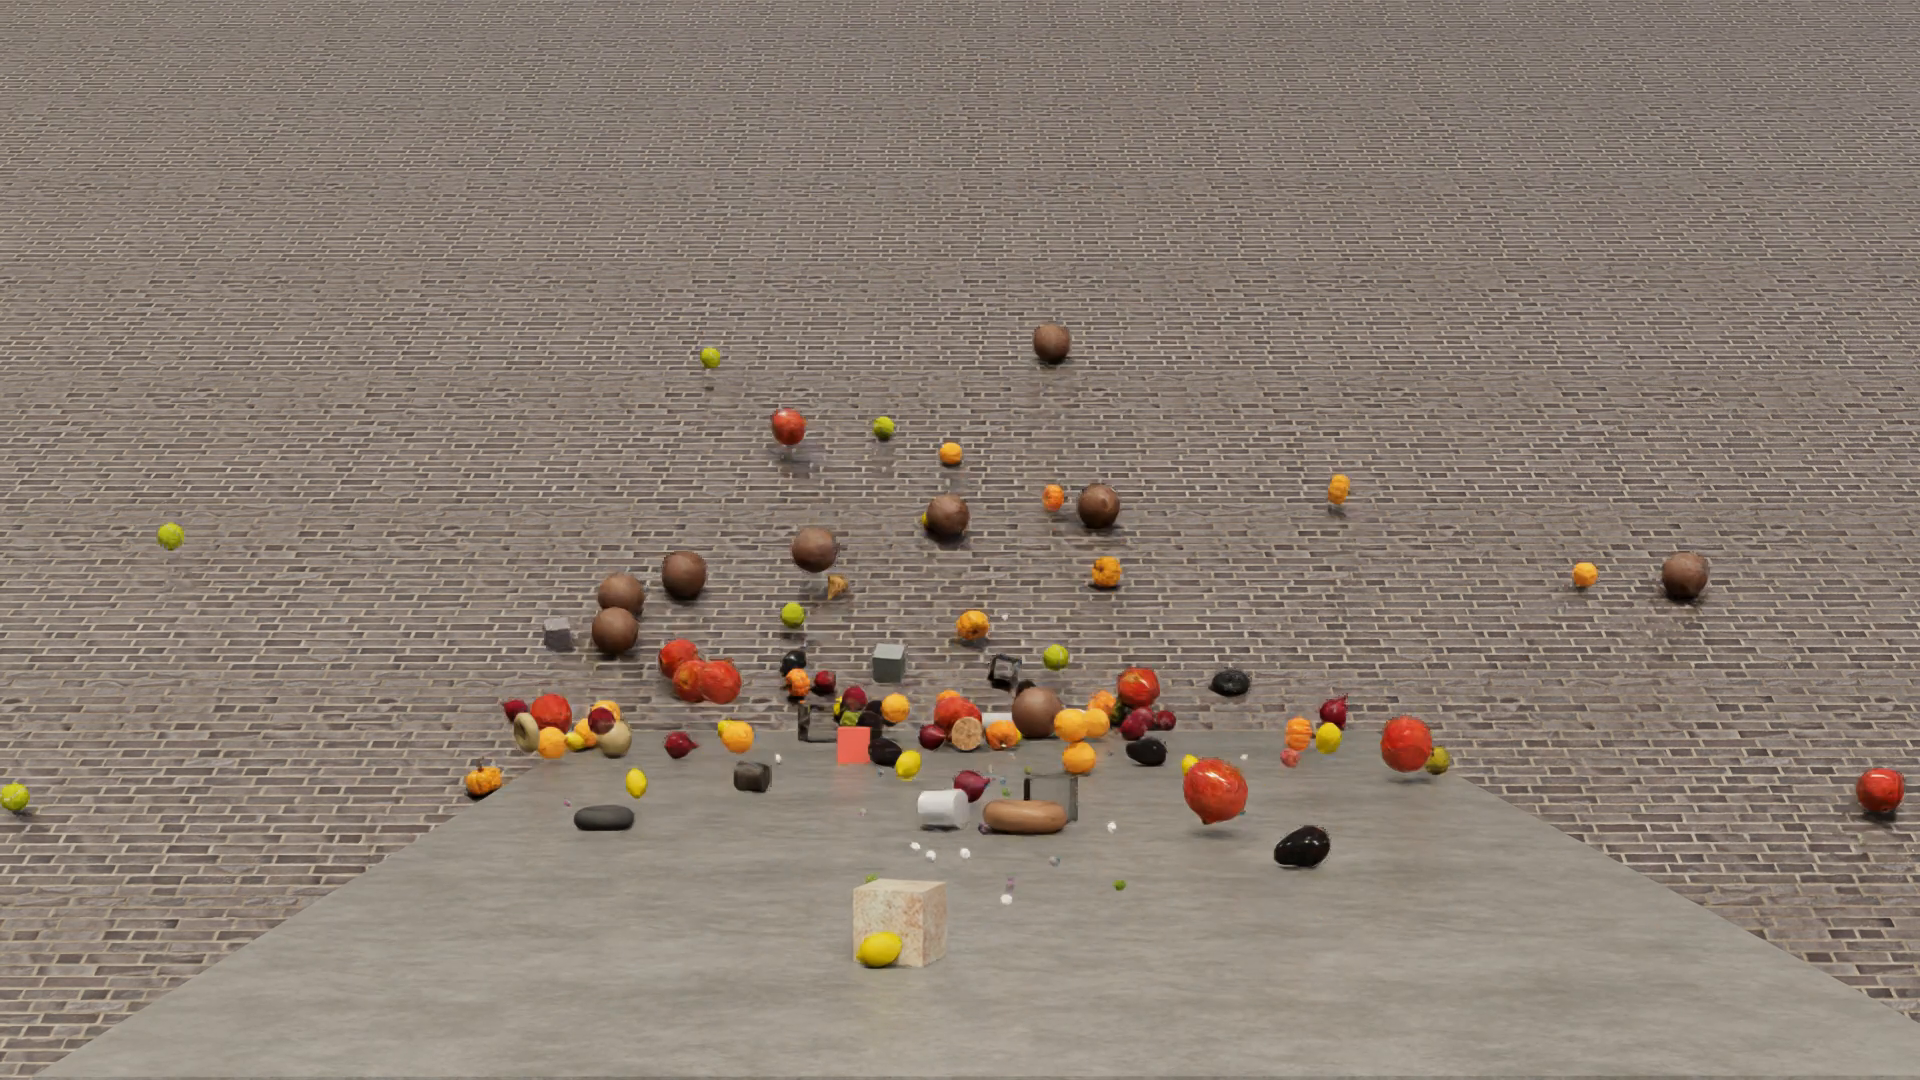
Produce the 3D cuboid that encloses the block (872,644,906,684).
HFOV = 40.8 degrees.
[{"bbox_3d":[-0.192,0.335,7.004,0.076,0.076,0.076,4,28,8],"label":"block"}]

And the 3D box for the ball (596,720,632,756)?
[{"bbox_3d":[-0.794,0.455,5.929,0.084,0.084,0.084,0,28,0],"label":"ball"}]

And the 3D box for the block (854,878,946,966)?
[{"bbox_3d":[-0.076,0.485,3.284,0.093,0.093,0.093,0,1,19],"label":"block"}]

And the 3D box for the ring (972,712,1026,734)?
[{"bbox_3d":[0.097,0.465,6.555,0.144,0.048,0.144,0,-1,0],"label":"ring"}]

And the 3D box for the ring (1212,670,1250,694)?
[{"bbox_3d":[0.730,0.383,6.958,0.102,0.034,0.102,1,28,-1],"label":"ring"}]

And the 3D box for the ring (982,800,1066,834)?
[{"bbox_3d":[0.114,0.489,4.569,0.150,0.050,0.150,3,-1,0],"label":"ring"}]

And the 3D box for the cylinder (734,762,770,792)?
[{"bbox_3d":[-0.418,0.476,5.195,0.057,0.057,0.057,4,28,16],"label":"cylinder"}]

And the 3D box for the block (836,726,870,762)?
[{"bbox_3d":[-0.239,0.461,5.822,0.075,0.075,0.075,0,1,-2],"label":"block"}]

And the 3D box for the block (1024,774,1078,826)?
[{"bbox_3d":[0.165,0.473,4.701,0.081,0.081,0.081,0,1,15],"label":"block"}]

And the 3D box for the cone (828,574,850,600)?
[{"bbox_3d":[-0.364,0.145,7.409,0.070,0.070,0.070,13,58,23],"label":"cone"}]

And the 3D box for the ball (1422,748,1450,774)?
[{"bbox_3d":[1.019,0.472,5.525,0.059,0.059,0.059,0,28,0],"label":"ball"}]

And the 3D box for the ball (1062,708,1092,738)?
[{"bbox_3d":[0.290,0.455,6.424,0.072,0.072,0.072,0,28,0],"label":"ball"}]

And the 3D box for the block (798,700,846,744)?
[{"bbox_3d":[-0.337,0.445,6.329,0.095,0.095,0.095,0,1,-19],"label":"block"}]

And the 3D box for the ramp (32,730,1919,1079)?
[{"bbox_3d":[0.063,0.564,4.604,2.000,0.100,4.000,0,1,0],"label":"ramp"}]

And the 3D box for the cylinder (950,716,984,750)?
[{"bbox_3d":[0.017,0.454,6.062,0.074,0.074,0.074,1,1,2],"label":"cylinder"}]

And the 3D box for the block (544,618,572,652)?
[{"bbox_3d":[-1.114,0.261,7.157,0.064,0.064,0.064,-7,29,-13],"label":"block"}]

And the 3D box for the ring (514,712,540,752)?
[{"bbox_3d":[-0.936,0.416,5.577,0.030,0.090,0.090,-15,31,-35],"label":"ring"}]

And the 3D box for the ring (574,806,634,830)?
[{"bbox_3d":[-0.636,0.497,4.616,0.108,0.036,0.108,0,2,0],"label":"ring"}]

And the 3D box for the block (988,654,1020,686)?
[{"bbox_3d":[0.120,0.350,6.970,0.061,0.061,0.061,15,12,19],"label":"block"}]

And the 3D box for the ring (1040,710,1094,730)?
[{"bbox_3d":[0.274,0.466,6.660,0.141,0.047,0.141,1,0,0],"label":"ring"}]
